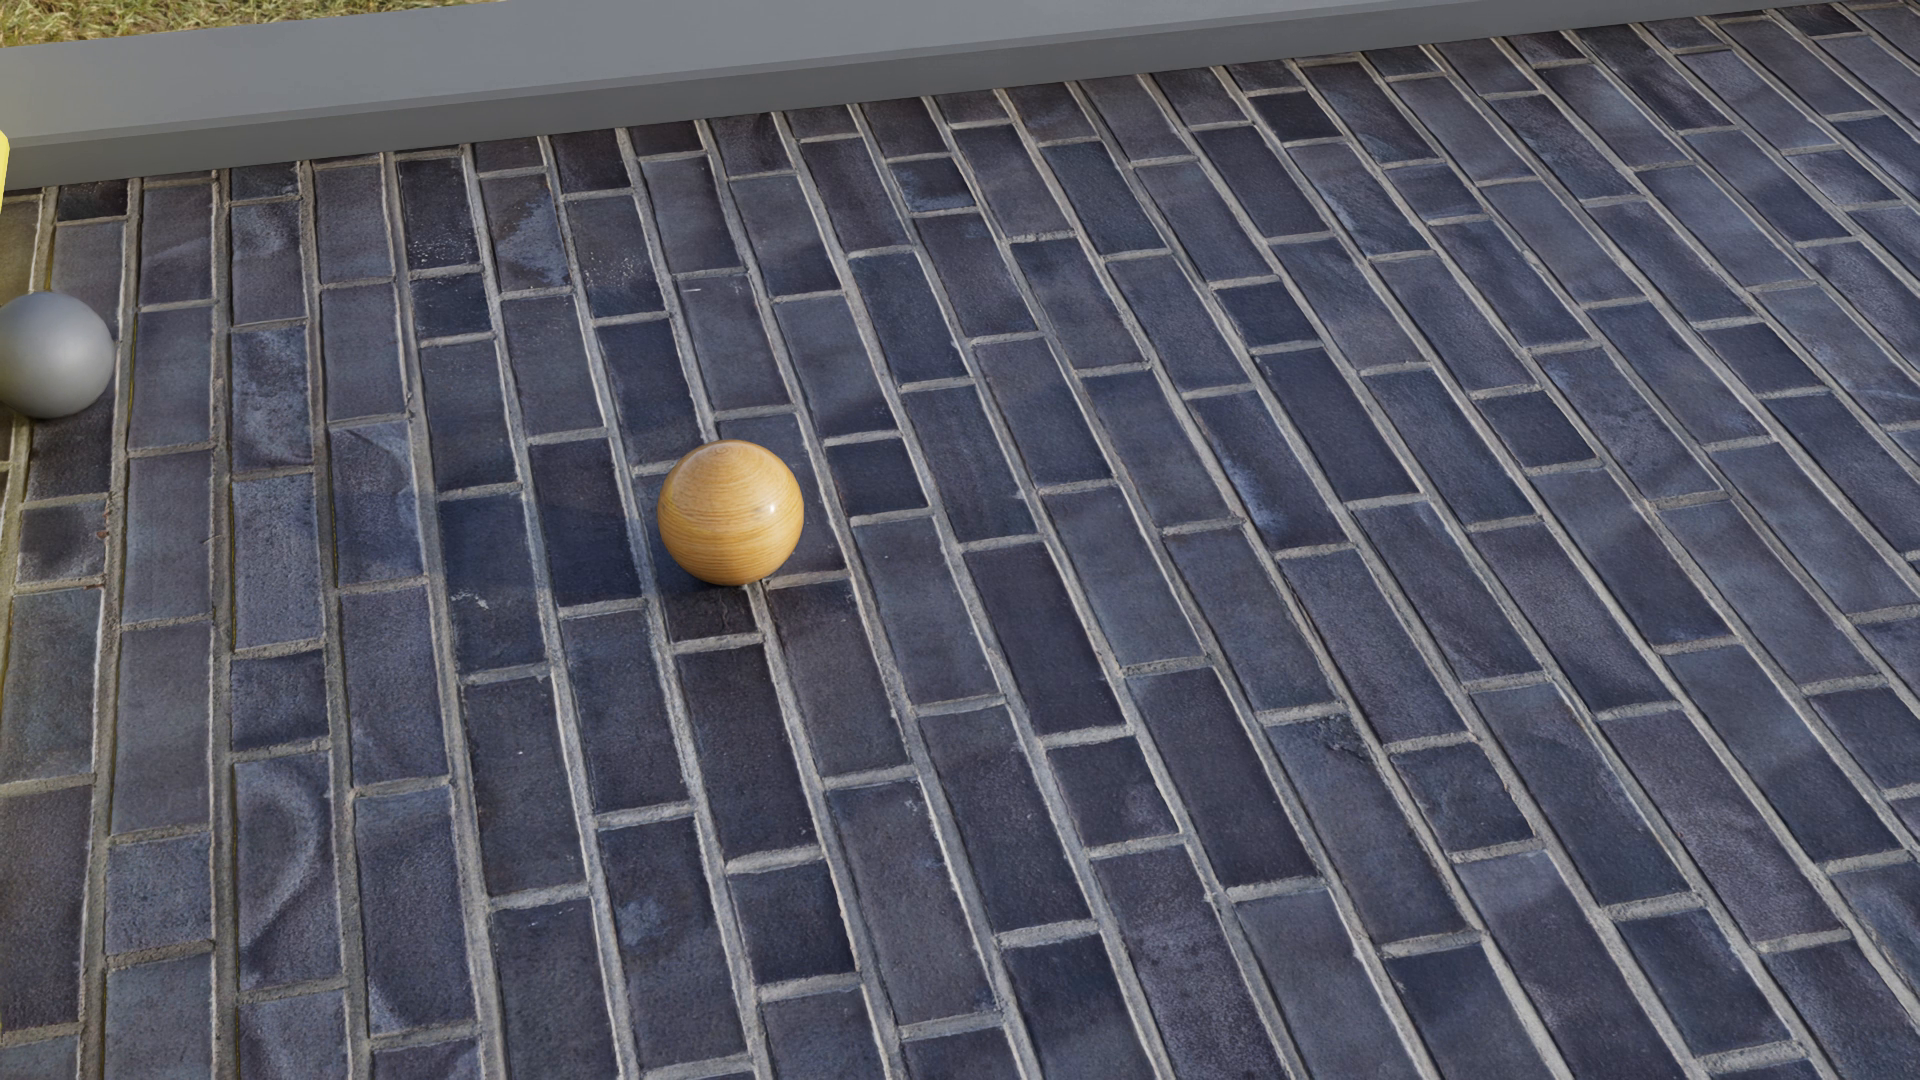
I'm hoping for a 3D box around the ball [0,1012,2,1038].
[{"bbox_3d":[-0.516,0.247,1.296,0.061,0.061,0.061,0,35,0],"label":"ball"}]

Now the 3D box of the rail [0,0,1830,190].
[{"bbox_3d":[0.485,-0.496,2.285,2.645,0.122,0.045,-8,36,-11],"label":"rail"}]

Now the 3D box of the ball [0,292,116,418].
[{"bbox_3d":[-0.640,-0.130,1.800,0.089,0.089,0.089,0,35,0],"label":"ball"}]

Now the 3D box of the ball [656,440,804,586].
[{"bbox_3d":[-0.146,-0.017,1.639,0.094,0.094,0.094,0,35,0],"label":"ball"}]

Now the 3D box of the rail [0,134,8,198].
[{"bbox_3d":[-0.620,0.067,1.494,0.045,0.122,1.431,-8,36,-11],"label":"rail"}]
